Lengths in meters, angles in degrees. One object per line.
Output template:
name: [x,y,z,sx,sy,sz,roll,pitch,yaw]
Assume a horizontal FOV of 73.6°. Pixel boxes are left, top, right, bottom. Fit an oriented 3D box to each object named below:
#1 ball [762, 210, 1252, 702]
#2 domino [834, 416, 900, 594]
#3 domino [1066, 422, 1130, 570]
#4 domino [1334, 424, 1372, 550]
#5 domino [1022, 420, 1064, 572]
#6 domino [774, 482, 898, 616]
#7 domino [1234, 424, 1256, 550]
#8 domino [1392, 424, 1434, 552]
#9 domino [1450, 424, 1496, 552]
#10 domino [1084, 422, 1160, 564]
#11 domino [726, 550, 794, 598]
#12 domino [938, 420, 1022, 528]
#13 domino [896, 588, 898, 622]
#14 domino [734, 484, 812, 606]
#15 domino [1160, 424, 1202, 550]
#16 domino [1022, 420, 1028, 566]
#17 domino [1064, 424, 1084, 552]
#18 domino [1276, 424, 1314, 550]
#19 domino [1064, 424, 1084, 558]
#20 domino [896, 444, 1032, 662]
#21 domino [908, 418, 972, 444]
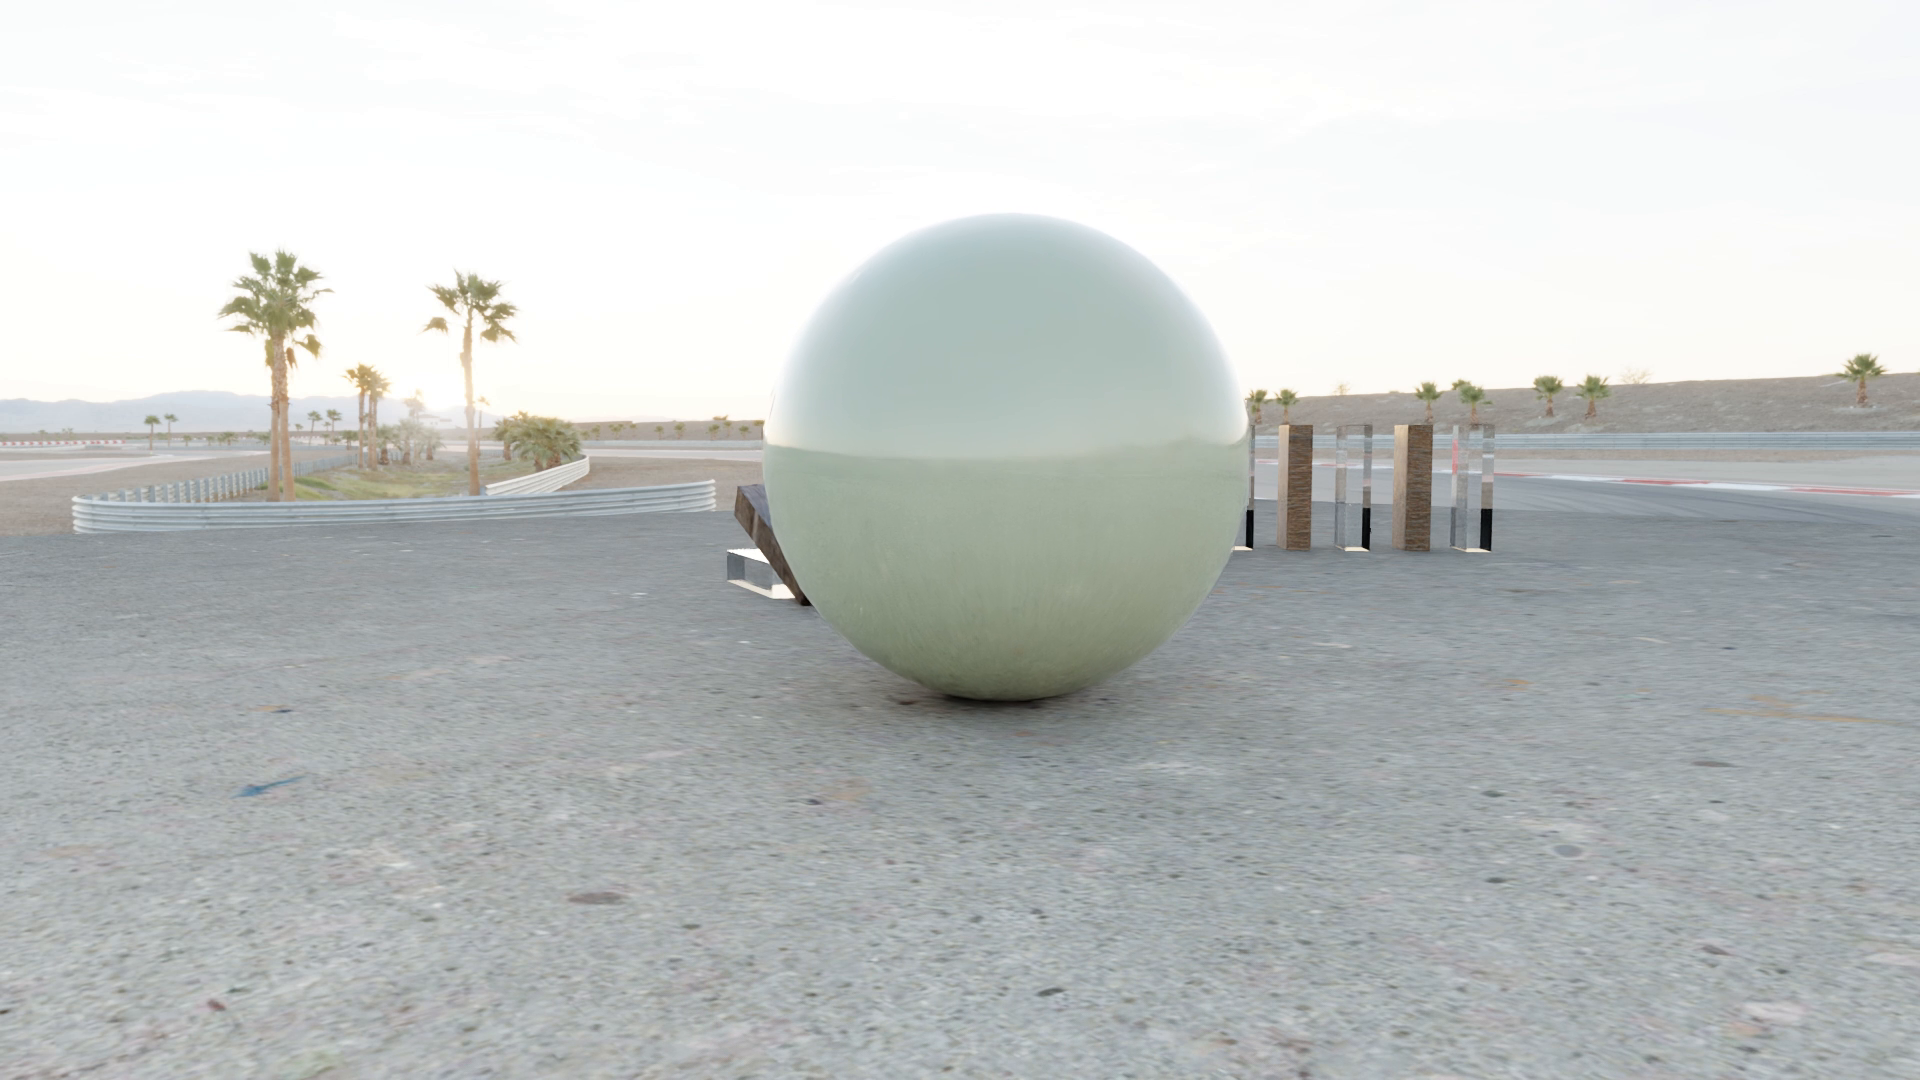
ball: [0.007,-0.013,0.213,0.080,0.080,0.080,0,4,0]
domino: [-0.027,-0.010,0.371,0.009,0.050,0.025,-2,5,-29]
domino: [0.047,-0.016,0.443,0.009,0.050,0.025,-2,5,-27]
domino: [0.160,-0.022,0.522,0.010,0.050,0.025,0,4,6]
domino: [0.025,-0.015,0.435,0.009,0.050,0.025,-2,5,-22]
domino: [-0.028,0.001,0.340,0.025,0.010,0.050,-3,33,-32]
domino: [0.113,-0.022,0.526,0.010,0.050,0.025,0,4,2]
domino: [0.183,-0.021,0.519,0.010,0.050,0.025,1,4,7]
domino: [0.206,-0.021,0.516,0.010,0.050,0.025,1,4,7]
domino: [0.058,-0.017,0.462,0.025,0.050,0.009,-1,4,-10]
domino: [-0.051,0.009,0.381,0.025,0.010,0.050,-2,5,-24]
domino: [0.006,-0.012,0.397,0.025,0.050,0.010,1,4,7]
domino: [-0.003,0.003,0.323,0.025,0.009,0.050,1,28,-2]
domino: [-0.042,0.000,0.358,0.025,0.009,0.050,-5,32,-31]
domino: [0.090,-0.022,0.525,0.010,0.050,0.025,-1,4,-7]
domino: [0.009,-0.014,0.420,0.025,0.050,0.009,1,4,17]
domino: [0.050,-0.020,0.505,0.025,0.050,0.010,3,5,33]
domino: [0.137,-0.022,0.524,0.010,0.050,0.025,0,4,5]
domino: [0.050,-0.019,0.483,0.025,0.050,0.010,-2,5,-21]
domino: [0.000,0.002,0.263,0.025,0.050,0.010,0,-40,-4]
domino: [-0.006,-0.011,0.379,0.010,0.050,0.025,-2,5,-26]
